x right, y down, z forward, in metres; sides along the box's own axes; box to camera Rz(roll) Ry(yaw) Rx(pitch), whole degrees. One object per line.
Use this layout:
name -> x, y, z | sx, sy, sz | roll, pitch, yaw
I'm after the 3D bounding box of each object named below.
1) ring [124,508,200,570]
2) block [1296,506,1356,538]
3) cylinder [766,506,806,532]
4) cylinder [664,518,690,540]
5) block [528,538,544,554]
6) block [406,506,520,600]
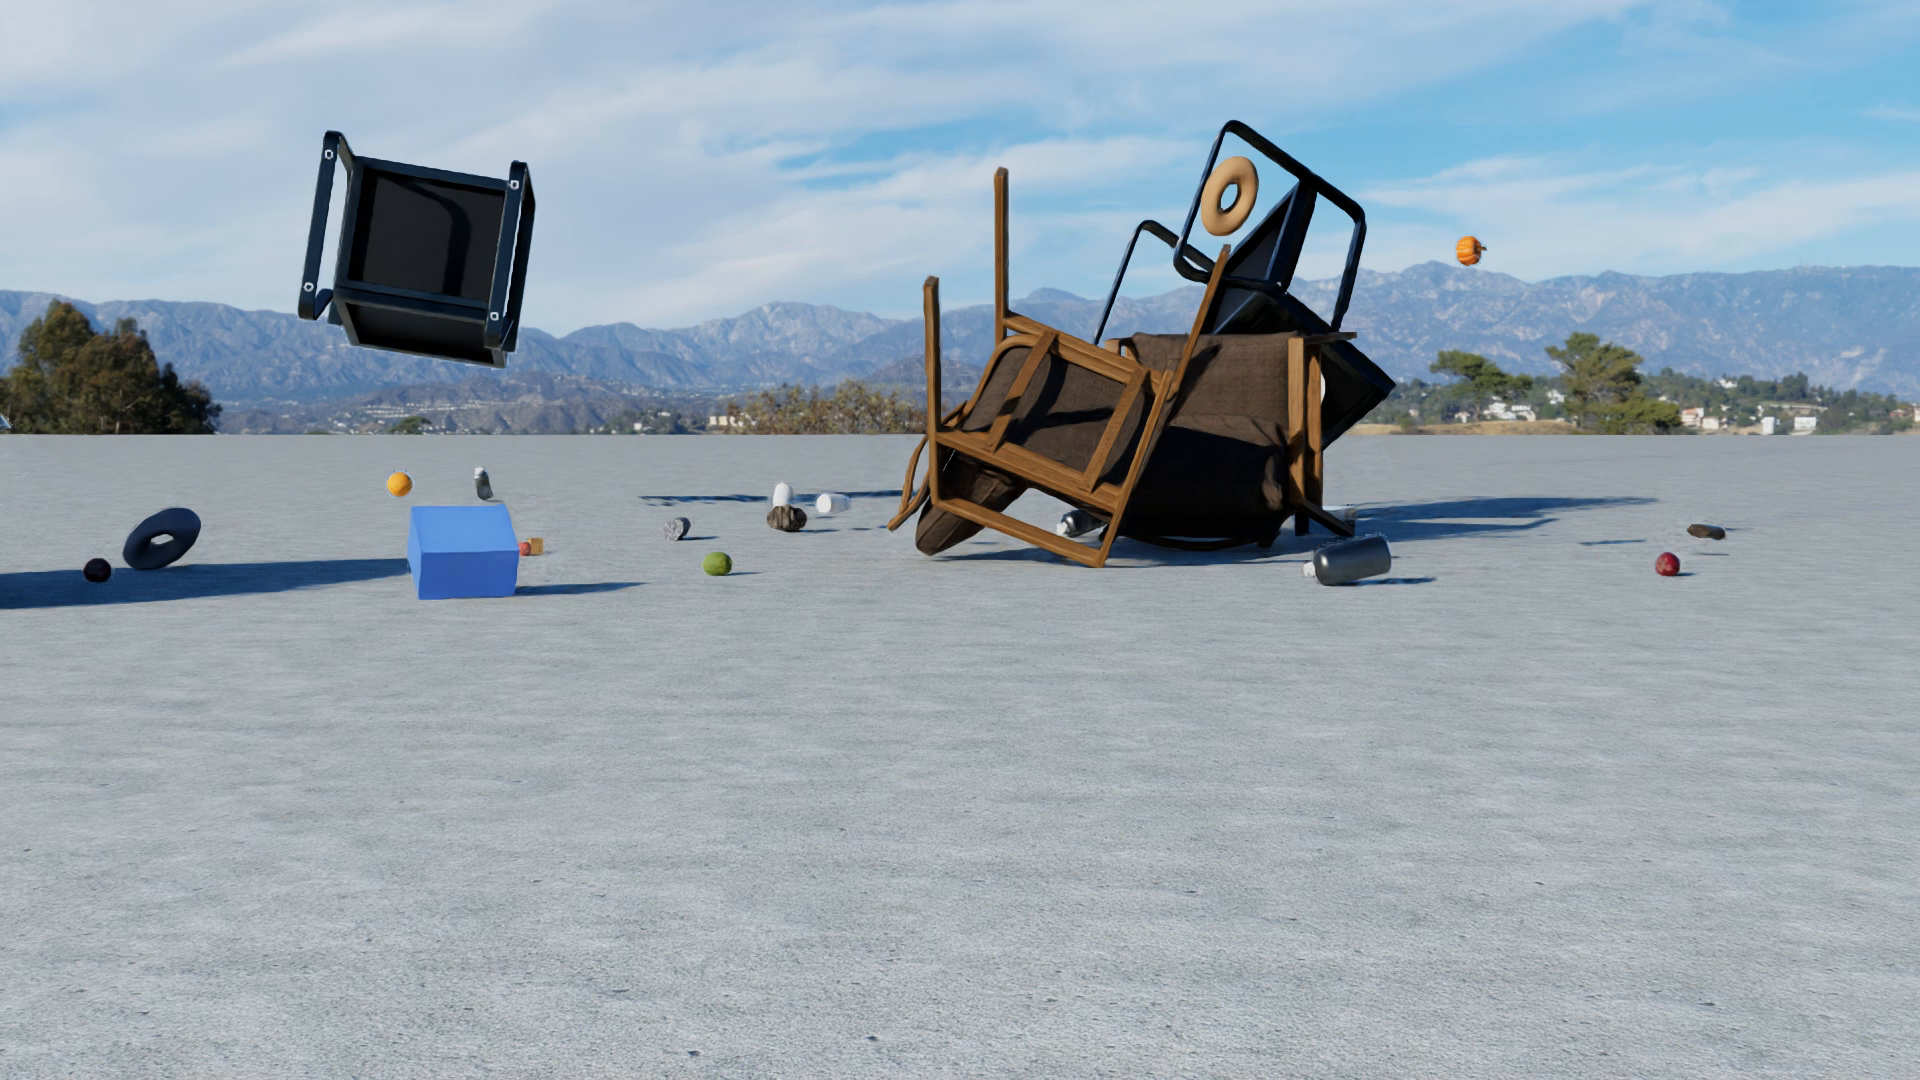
ring -> -1.979, -0.002, 5.455 | 0.241, 0.125, 0.078 | -30, 34, 22
block -> 1.124, -0.057, 6.762 | 0.117, 0.084, 0.201 | 2, 5, 30
cylinder -> -0.542, -0.066, 6.883 | 0.052, 0.076, 0.139 | 11, -11, -40
cylinder -> -0.844, -0.033, 6.559 | 0.053, 0.071, 0.103 | 40, 6, 1
block -> -1.163, 0.016, 6.026 | 0.035, 0.040, 0.033 | -2, 5, -29
block -> -1.074, 0.026, 4.749 | 0.205, 0.123, 0.173 | -2, 36, -22
